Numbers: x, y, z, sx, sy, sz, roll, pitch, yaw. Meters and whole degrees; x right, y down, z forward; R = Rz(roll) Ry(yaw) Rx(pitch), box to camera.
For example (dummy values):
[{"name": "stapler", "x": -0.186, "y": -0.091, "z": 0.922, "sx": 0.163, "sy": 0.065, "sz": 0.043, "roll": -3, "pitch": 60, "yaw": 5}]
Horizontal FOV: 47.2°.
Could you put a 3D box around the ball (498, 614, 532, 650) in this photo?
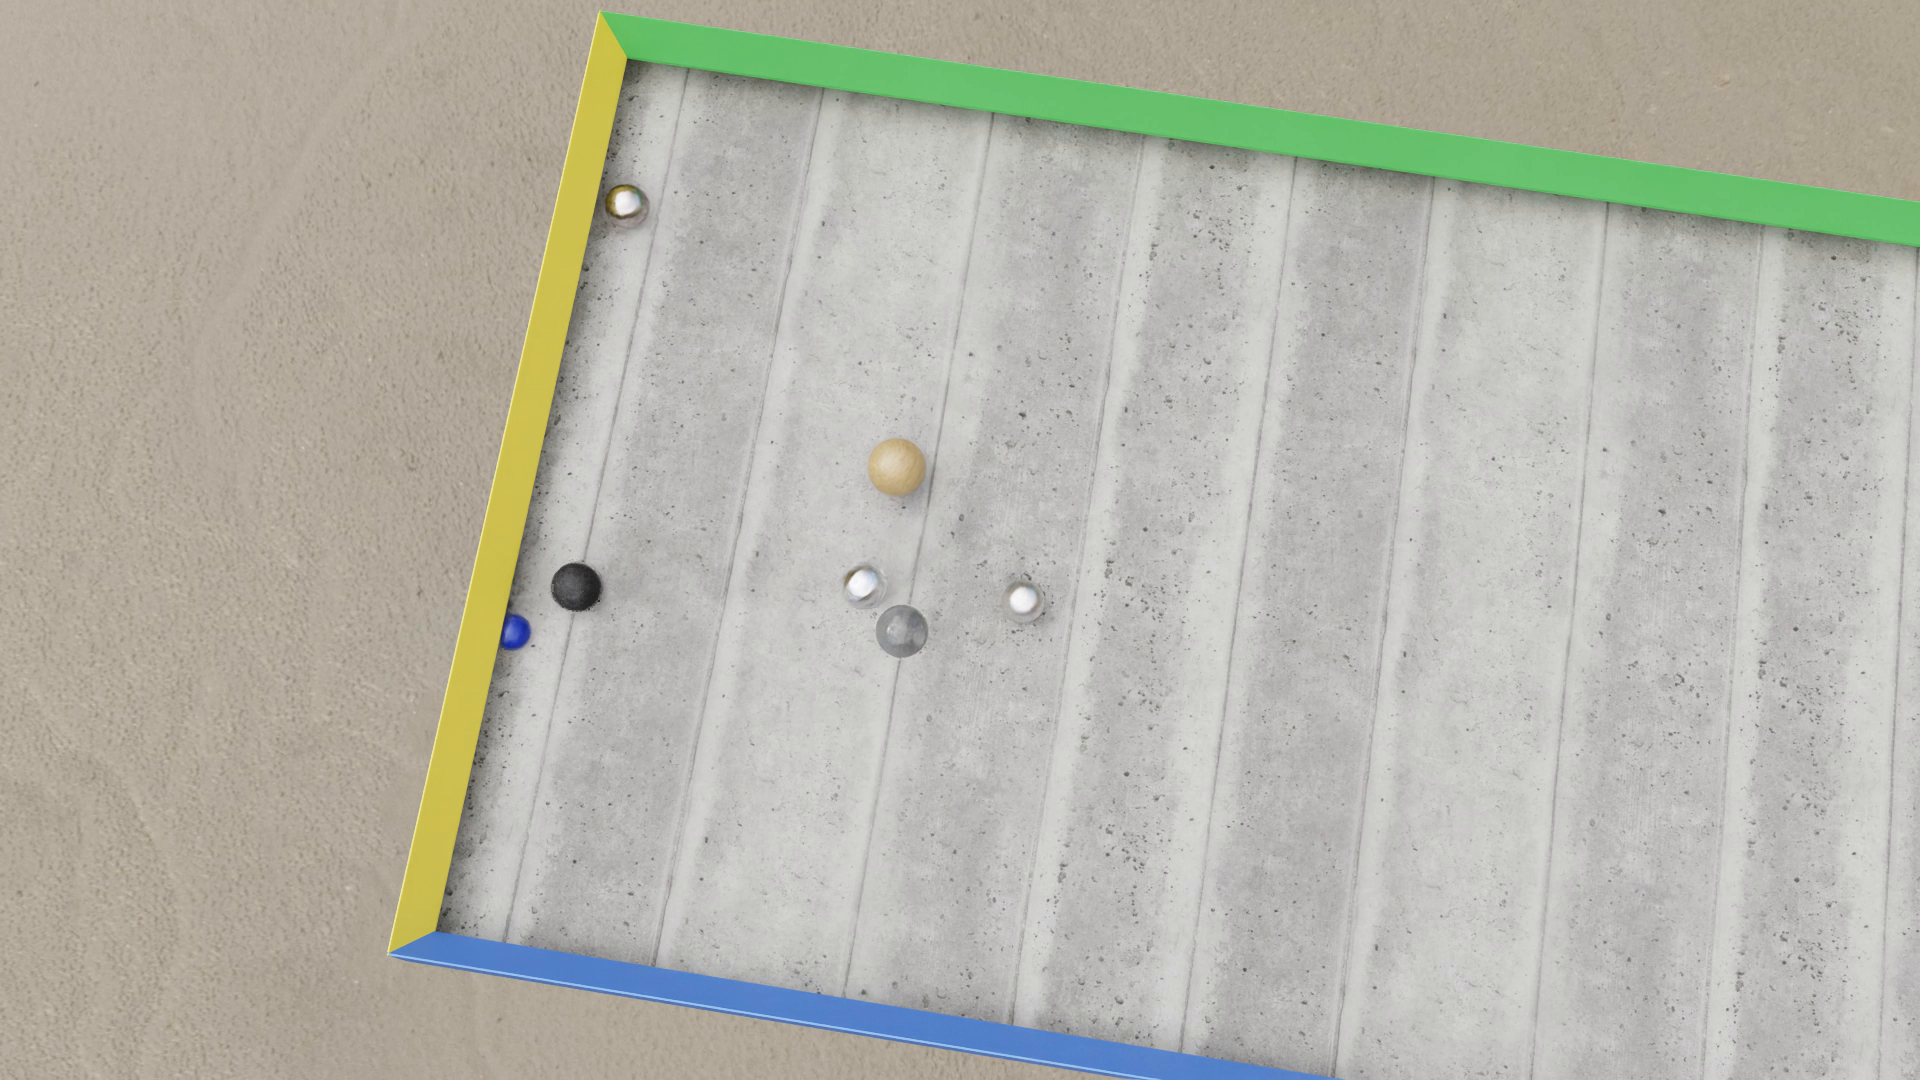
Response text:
[{"name": "ball", "x": -0.674, "y": 0.138, "z": 3.323, "sx": 0.053, "sy": 0.053, "sz": 0.053, "roll": 0, "pitch": 75, "yaw": 0}]

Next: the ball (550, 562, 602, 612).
[{"name": "ball", "x": -0.582, "y": 0.071, "z": 3.329, "sx": 0.076, "sy": 0.076, "sz": 0.076, "roll": 0, "pitch": 75, "yaw": 0}]

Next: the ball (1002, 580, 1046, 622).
[{"name": "ball", "x": 0.096, "y": 0.093, "z": 3.328, "sx": 0.066, "sy": 0.066, "sz": 0.066, "roll": 0, "pitch": 75, "yaw": 0}]

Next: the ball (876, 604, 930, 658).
[{"name": "ball", "x": -0.087, "y": 0.137, "z": 3.308, "sx": 0.081, "sy": 0.081, "sz": 0.081, "roll": 0, "pitch": 75, "yaw": 0}]

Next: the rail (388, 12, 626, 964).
[{"name": "rail", "x": -0.669, "y": -0.109, "z": 3.355, "sx": 0.045, "sy": 0.118, "sz": 1.499, "roll": 9, "pitch": 75, "yaw": 2}]

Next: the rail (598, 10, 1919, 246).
[{"name": "rail", "x": 0.806, "y": -0.591, "z": 3.486, "sx": 2.803, "sy": 0.118, "sz": 0.045, "roll": 9, "pitch": 75, "yaw": 2}]

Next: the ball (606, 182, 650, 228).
[{"name": "ball", "x": -0.528, "y": -0.532, "z": 3.496, "sx": 0.071, "sy": 0.071, "sz": 0.071, "roll": 0, "pitch": 75, "yaw": 0}]

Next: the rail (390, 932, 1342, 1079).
[{"name": "rail", "x": 0.578, "y": 0.792, "z": 3.110, "sx": 2.803, "sy": 0.118, "sz": 0.045, "roll": 9, "pitch": 75, "yaw": 2}]

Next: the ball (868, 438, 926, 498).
[{"name": "ball", "x": -0.097, "y": -0.111, "z": 3.371, "sx": 0.091, "sy": 0.091, "sz": 0.091, "roll": 0, "pitch": 75, "yaw": 0}]

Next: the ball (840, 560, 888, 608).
[{"name": "ball", "x": -0.146, "y": 0.067, "z": 3.333, "sx": 0.071, "sy": 0.071, "sz": 0.071, "roll": 0, "pitch": 75, "yaw": 0}]
